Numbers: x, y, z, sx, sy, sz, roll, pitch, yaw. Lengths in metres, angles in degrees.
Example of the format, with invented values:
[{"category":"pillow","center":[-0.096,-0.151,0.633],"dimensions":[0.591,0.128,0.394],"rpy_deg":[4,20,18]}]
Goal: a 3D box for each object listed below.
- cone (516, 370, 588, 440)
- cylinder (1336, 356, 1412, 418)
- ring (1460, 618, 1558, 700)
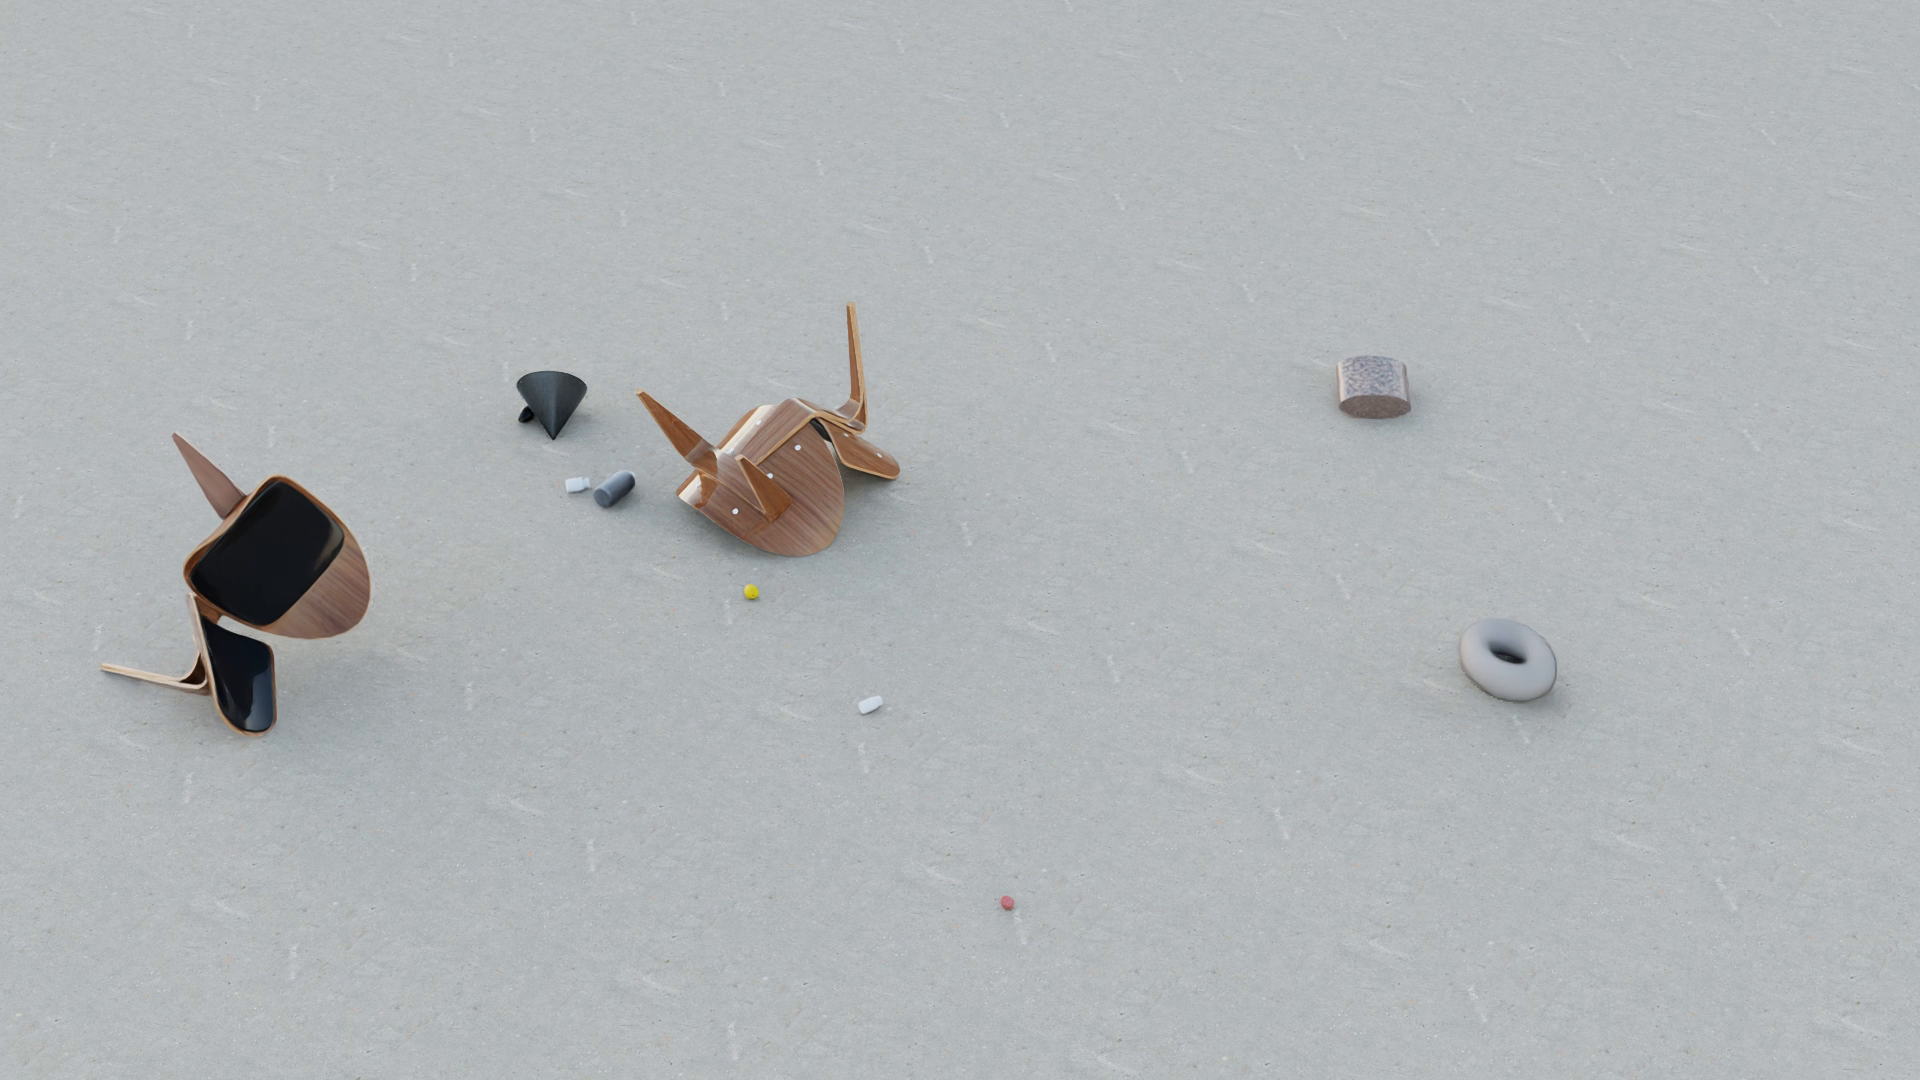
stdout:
[{"category":"cone","center":[-1.609,-0.496,11.581],"dimensions":[0.267,0.312,0.234],"rpy_deg":[-14,65,20]},{"category":"cylinder","center":[1.660,-0.614,11.774],"dimensions":[0.284,0.113,0.310],"rpy_deg":[2,33,4]},{"category":"ring","center":[1.908,0.413,10.209],"dimensions":[0.314,0.122,0.419],"rpy_deg":[-10,36,-14]}]
